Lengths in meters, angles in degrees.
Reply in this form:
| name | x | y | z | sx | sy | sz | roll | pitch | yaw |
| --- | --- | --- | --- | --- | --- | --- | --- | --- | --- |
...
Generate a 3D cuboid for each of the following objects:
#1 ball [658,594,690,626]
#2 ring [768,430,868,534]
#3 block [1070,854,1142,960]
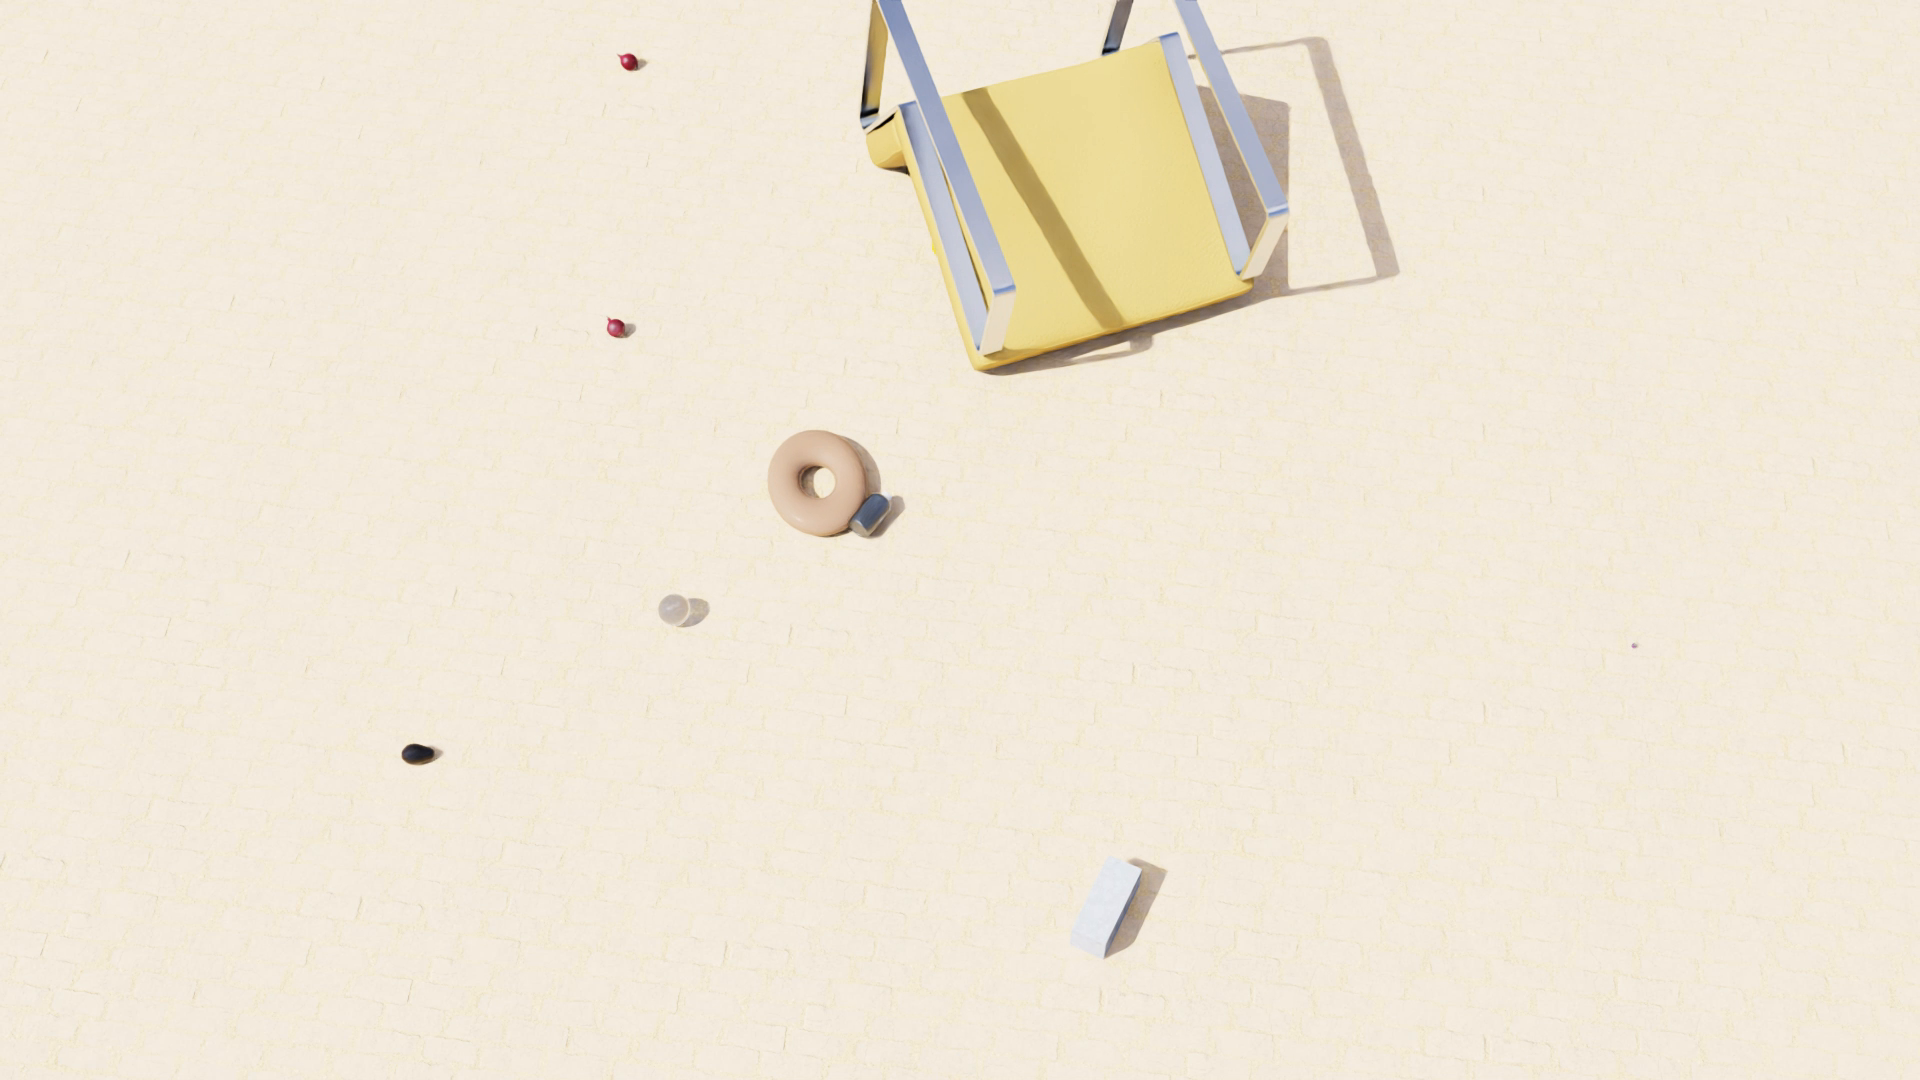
| name | x | y | z | sx | sy | sz | roll | pitch | yaw |
| --- | --- | --- | --- | --- | --- | --- | --- | --- | --- |
| ball | -0.829 | 0.203 | 6.381 | 0.095 | 0.095 | 0.095 | 0 | 56 | 0 |
| ring | -0.430 | -0.176 | 6.648 | 0.305 | 0.074 | 0.386 | -10 | 57 | -6 |
| block | 0.389 | 0.977 | 5.856 | 0.098 | 0.103 | 0.238 | 22 | 59 | 14 |
